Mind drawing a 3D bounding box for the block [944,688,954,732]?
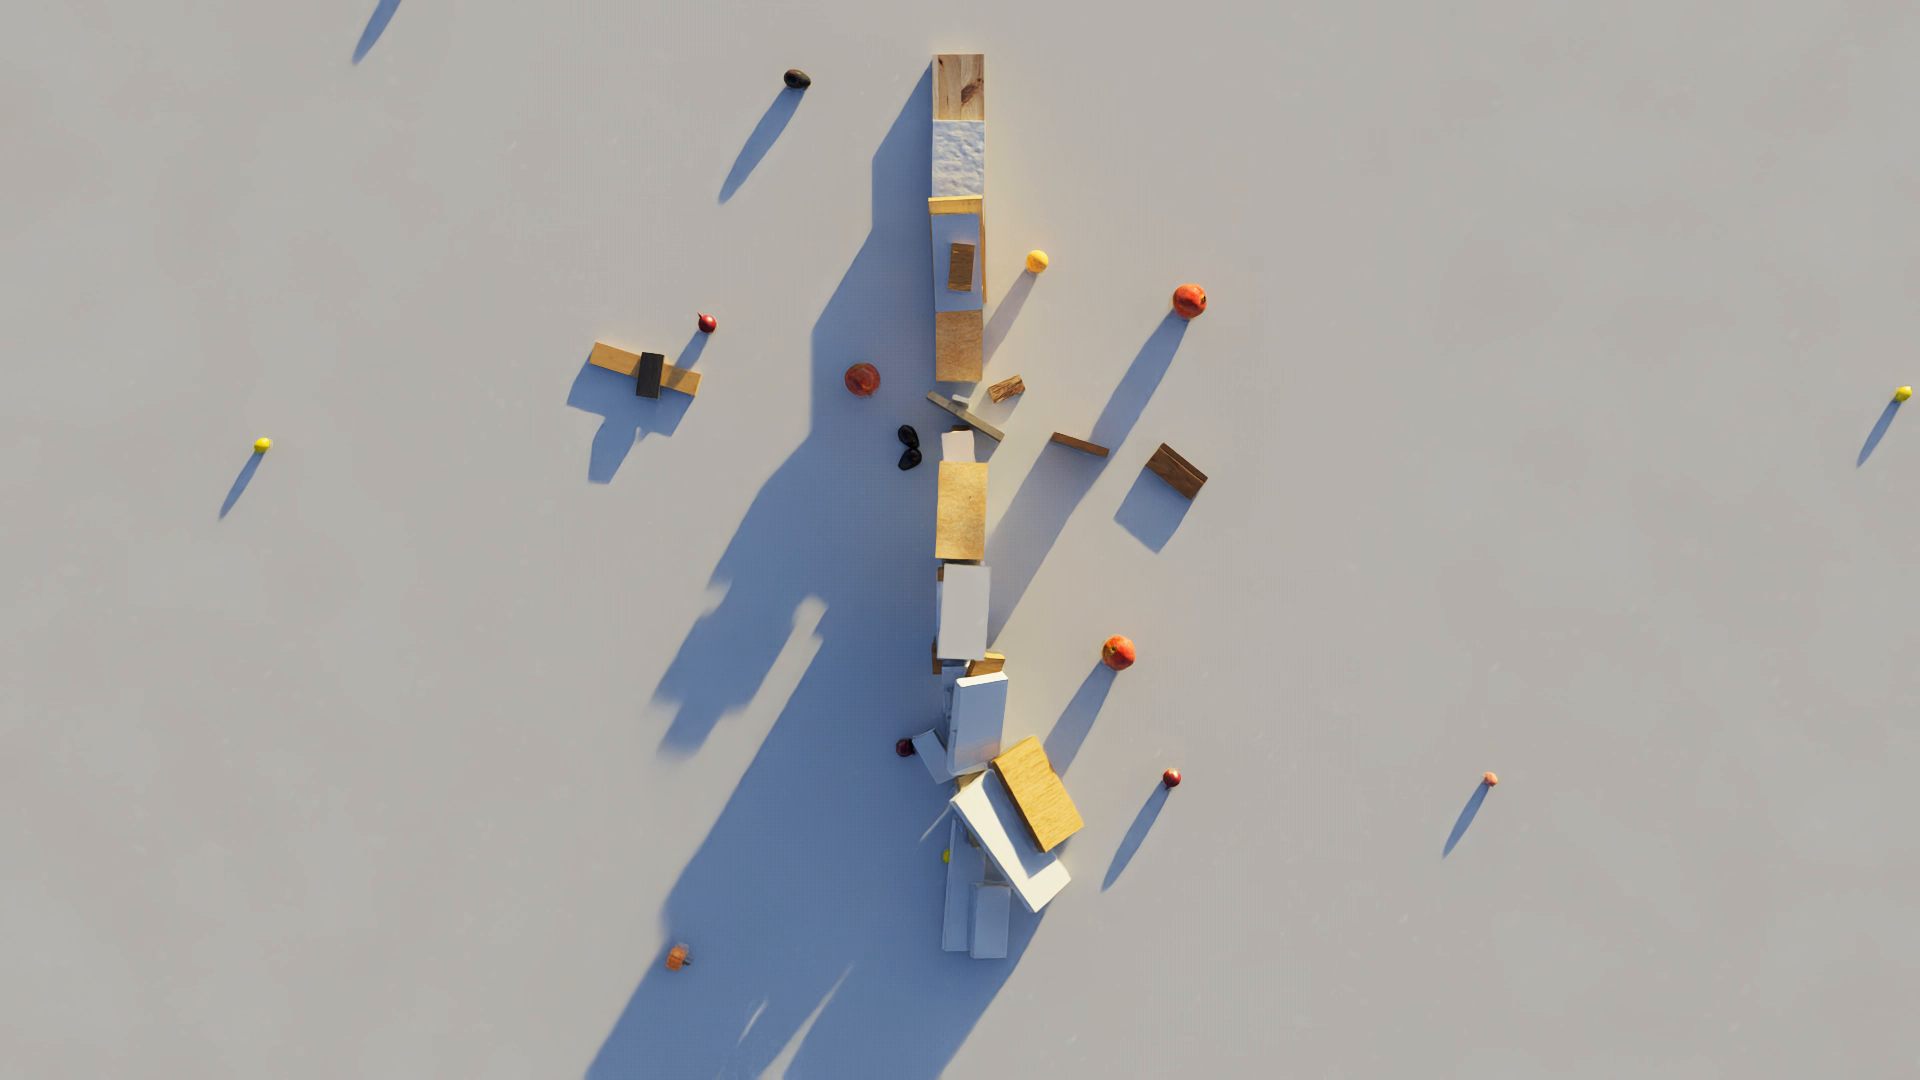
[{"bbox_3d":[-0.004,0.559,5.439,0.087,0.025,0.174,-1,126,0],"label":"block"}]

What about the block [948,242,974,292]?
[{"bbox_3d":[0.005,-0.874,5.283,0.073,0.021,0.147,5,97,-1],"label":"block"}]

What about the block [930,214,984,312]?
[{"bbox_3d":[-0.009,-0.893,5.313,0.153,0.043,0.306,-3,97,0],"label":"block"}]

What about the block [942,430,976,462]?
[{"bbox_3d":[0.000,-0.247,5.288,0.099,0.028,0.197,-6,90,0],"label":"block"}]

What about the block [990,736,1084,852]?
[{"bbox_3d":[0.255,0.838,5.440,0.170,0.048,0.339,-29,90,-27],"label":"block"}]

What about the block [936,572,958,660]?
[{"bbox_3d":[-0.004,0.237,5.202,0.139,0.039,0.277,0,89,0],"label":"block"}]

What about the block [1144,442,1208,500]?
[{"bbox_3d":[0.721,-0.228,5.486,0.191,0.027,0.095,38,90,0],"label":"block"}]

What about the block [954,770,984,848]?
[{"bbox_3d":[0.067,0.885,5.448,0.117,0.033,0.235,-12,84,-26],"label":"block"}]

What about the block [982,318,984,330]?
[{"bbox_3d":[-0.006,-0.838,5.405,0.153,0.043,0.306,-2,113,1],"label":"block"}]

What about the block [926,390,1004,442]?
[{"bbox_3d":[0.018,-0.410,5.452,0.286,0.095,0.027,31,90,0],"label":"block"}]

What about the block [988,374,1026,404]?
[{"bbox_3d":[0.156,-0.503,5.492,0.113,0.016,0.057,-24,90,0],"label":"block"}]

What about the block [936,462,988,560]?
[{"bbox_3d":[0.005,-0.088,4.910,0.144,0.041,0.287,3,90,0],"label":"block"}]

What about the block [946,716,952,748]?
[{"bbox_3d":[0.000,0.666,5.458,0.087,0.025,0.174,2,111,0],"label":"block"}]

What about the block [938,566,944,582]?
[{"bbox_3d":[0.001,0.104,5.045,0.139,0.277,0.039,0,90,0],"label":"block"}]

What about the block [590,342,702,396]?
[{"bbox_3d":[-1.046,-0.569,5.490,0.367,0.021,0.073,17,90,0],"label":"block"}]

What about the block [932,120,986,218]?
[{"bbox_3d":[-0.005,-1.201,5.427,0.173,0.049,0.346,1,90,0],"label":"block"}]

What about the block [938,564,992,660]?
[{"bbox_3d":[0.014,0.214,4.885,0.139,0.039,0.277,4,89,0],"label":"block"}]

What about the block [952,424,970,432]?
[{"bbox_3d":[0.001,-0.358,5.444,0.057,0.113,0.016,2,107,0],"label":"block"}]

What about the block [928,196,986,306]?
[{"bbox_3d":[-0.006,-0.948,5.409,0.173,0.049,0.346,-3,113,1],"label":"block"}]

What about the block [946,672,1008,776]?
[{"bbox_3d":[0.055,0.599,5.372,0.170,0.048,0.339,-7,118,-26],"label":"block"}]

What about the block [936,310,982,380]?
[{"bbox_3d":[-0.003,-0.679,5.423,0.153,0.043,0.306,0,112,0],"label":"block"}]

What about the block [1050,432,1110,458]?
[{"bbox_3d":[0.396,-0.314,5.452,0.191,0.095,0.027,18,90,0],"label":"block"}]

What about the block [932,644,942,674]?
[{"bbox_3d":[-0.037,0.389,5.395,0.108,0.216,0.031,-1,66,0],"label":"block"}]

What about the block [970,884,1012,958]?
[{"bbox_3d":[0.101,1.263,5.463,0.117,0.033,0.235,4,90,-21],"label":"block"}]

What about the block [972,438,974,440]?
[{"bbox_3d":[-0.003,-0.318,5.401,0.099,0.197,0.028,6,90,0],"label":"block"}]

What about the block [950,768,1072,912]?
[{"bbox_3d":[0.166,0.988,5.424,0.170,0.048,0.457,-38,95,-26],"label":"block"}]

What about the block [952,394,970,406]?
[{"bbox_3d":[0.004,-0.461,5.443,0.057,0.113,0.016,16,90,0],"label":"block"}]

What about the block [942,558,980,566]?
[{"bbox_3d":[0.003,-0.026,5.235,0.124,0.035,0.248,0,90,0],"label":"block"}]

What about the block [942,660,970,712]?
[{"bbox_3d":[-0.004,0.481,5.418,0.108,0.031,0.216,-1,131,0],"label":"block"}]

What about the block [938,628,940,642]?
[{"bbox_3d":[0.003,0.291,5.043,0.139,0.277,0.039,-1,89,0],"label":"block"}]

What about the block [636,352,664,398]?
[{"bbox_3d":[-1.027,-0.546,5.469,0.073,0.021,0.147,8,90,0],"label":"block"}]

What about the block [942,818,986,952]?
[{"bbox_3d":[0.017,1.141,5.464,0.117,0.033,0.433,5,90,-21],"label":"block"}]

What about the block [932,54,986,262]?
[{"bbox_3d":[-0.003,-1.258,5.476,0.173,0.049,0.695,0,90,0],"label":"block"}]

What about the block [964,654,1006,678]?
[{"bbox_3d":[0.062,0.469,5.358,0.108,0.031,0.216,7,113,-32],"label":"block"}]

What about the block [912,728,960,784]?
[{"bbox_3d":[-0.079,0.717,5.460,0.087,0.025,0.174,-26,98,23],"label":"block"}]
